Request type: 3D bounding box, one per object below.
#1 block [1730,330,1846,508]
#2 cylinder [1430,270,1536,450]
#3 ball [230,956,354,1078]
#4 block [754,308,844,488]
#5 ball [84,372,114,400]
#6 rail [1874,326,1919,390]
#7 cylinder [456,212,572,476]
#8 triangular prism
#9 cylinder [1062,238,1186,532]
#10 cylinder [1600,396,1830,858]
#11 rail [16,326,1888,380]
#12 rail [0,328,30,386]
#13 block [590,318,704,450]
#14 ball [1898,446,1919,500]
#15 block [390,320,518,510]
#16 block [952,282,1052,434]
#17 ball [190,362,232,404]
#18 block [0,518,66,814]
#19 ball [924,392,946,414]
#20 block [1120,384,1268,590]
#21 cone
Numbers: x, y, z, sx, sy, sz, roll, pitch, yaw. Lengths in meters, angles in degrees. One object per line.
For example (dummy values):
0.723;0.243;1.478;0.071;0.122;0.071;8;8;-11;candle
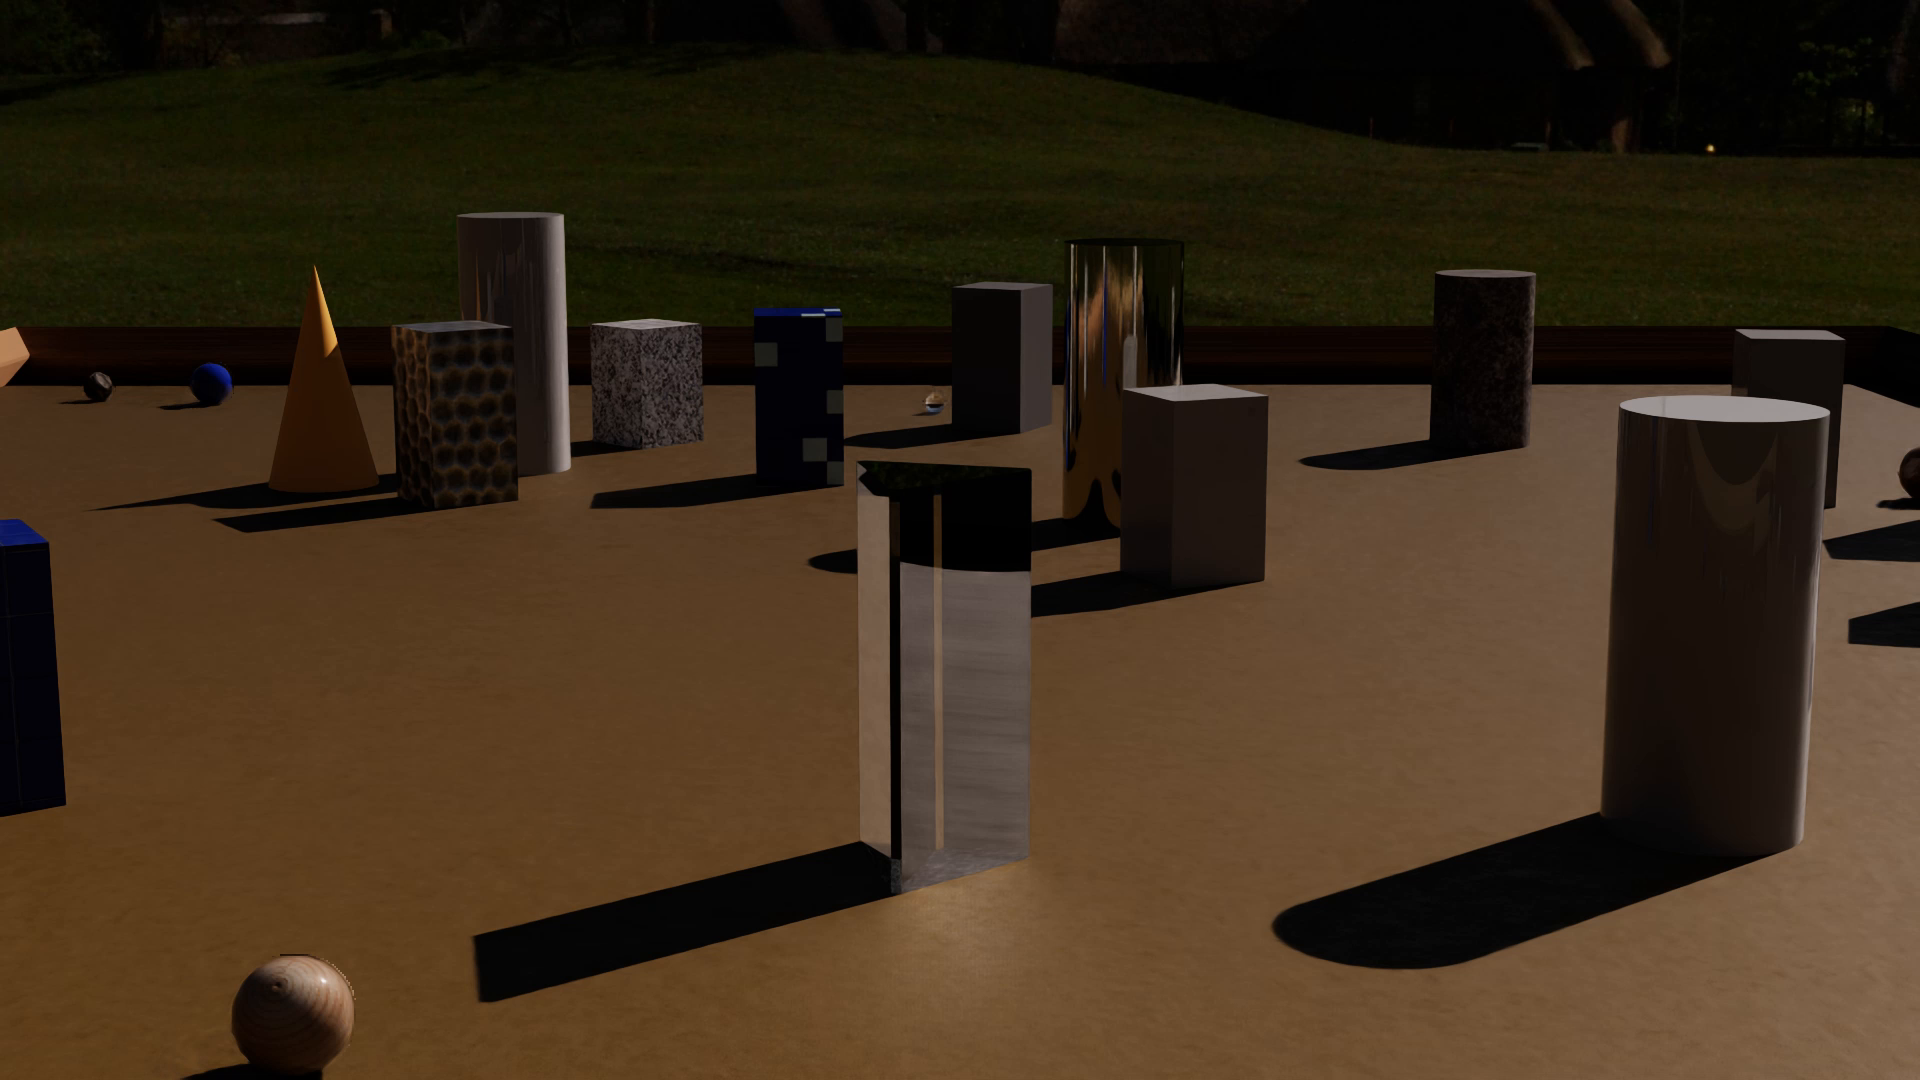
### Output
1.385;-0.206;4.309;0.152;0.278;0.152;1;11;7;block
1.006;-0.349;4.939;0.190;0.328;0.190;0;11;0;cylinder
-0.485;0.346;1.866;0.087;0.087;0.087;0;11;0;ball
-0.284;-0.253;4.507;0.152;0.297;0.152;-1;11;-5;block
-1.875;-0.334;5.584;0.061;0.061;0.061;0;11;0;ball
2.142;0.029;3.461;0.045;0.123;5.069;0;11;0;rail
-0.802;-0.355;4.620;0.190;0.457;0.190;0;11;0;cylinder
-0.044;0.115;2.349;0.164;0.364;0.142;-10;14;-42;triangular prism
0.259;-0.248;4.073;0.190;0.447;0.190;0;11;0;cylinder
0.715;0.077;2.437;0.190;0.407;0.190;0;11;0;cylinder
-0.014;-0.428;5.918;4.331;0.123;0.045;0;11;0;rail
-2.142;0.034;3.437;0.045;0.123;5.069;0;11;0;rail
-0.606;-0.305;4.971;0.152;0.229;0.152;10;15;43;block
1.625;-0.112;4.305;0.095;0.095;0.095;0;11;0;ball
-0.848;-0.213;4.307;0.152;0.292;0.152;-7;13;-35;block
0.085;-0.370;5.169;0.152;0.285;0.152;5;12;26;block
-1.614;-0.337;5.529;0.089;0.089;0.089;0;11;0;ball
-0.991;0.128;2.551;0.152;0.266;0.152;-6;12;-30;block
-0.052;-0.288;5.385;0.044;0.044;0.044;0;11;0;ball
0.333;-0.079;3.662;0.152;0.265;0.152;-5;12;-24;block
-1.112;-0.287;4.454;0.190;0.384;0.190;0;11;0;cone
